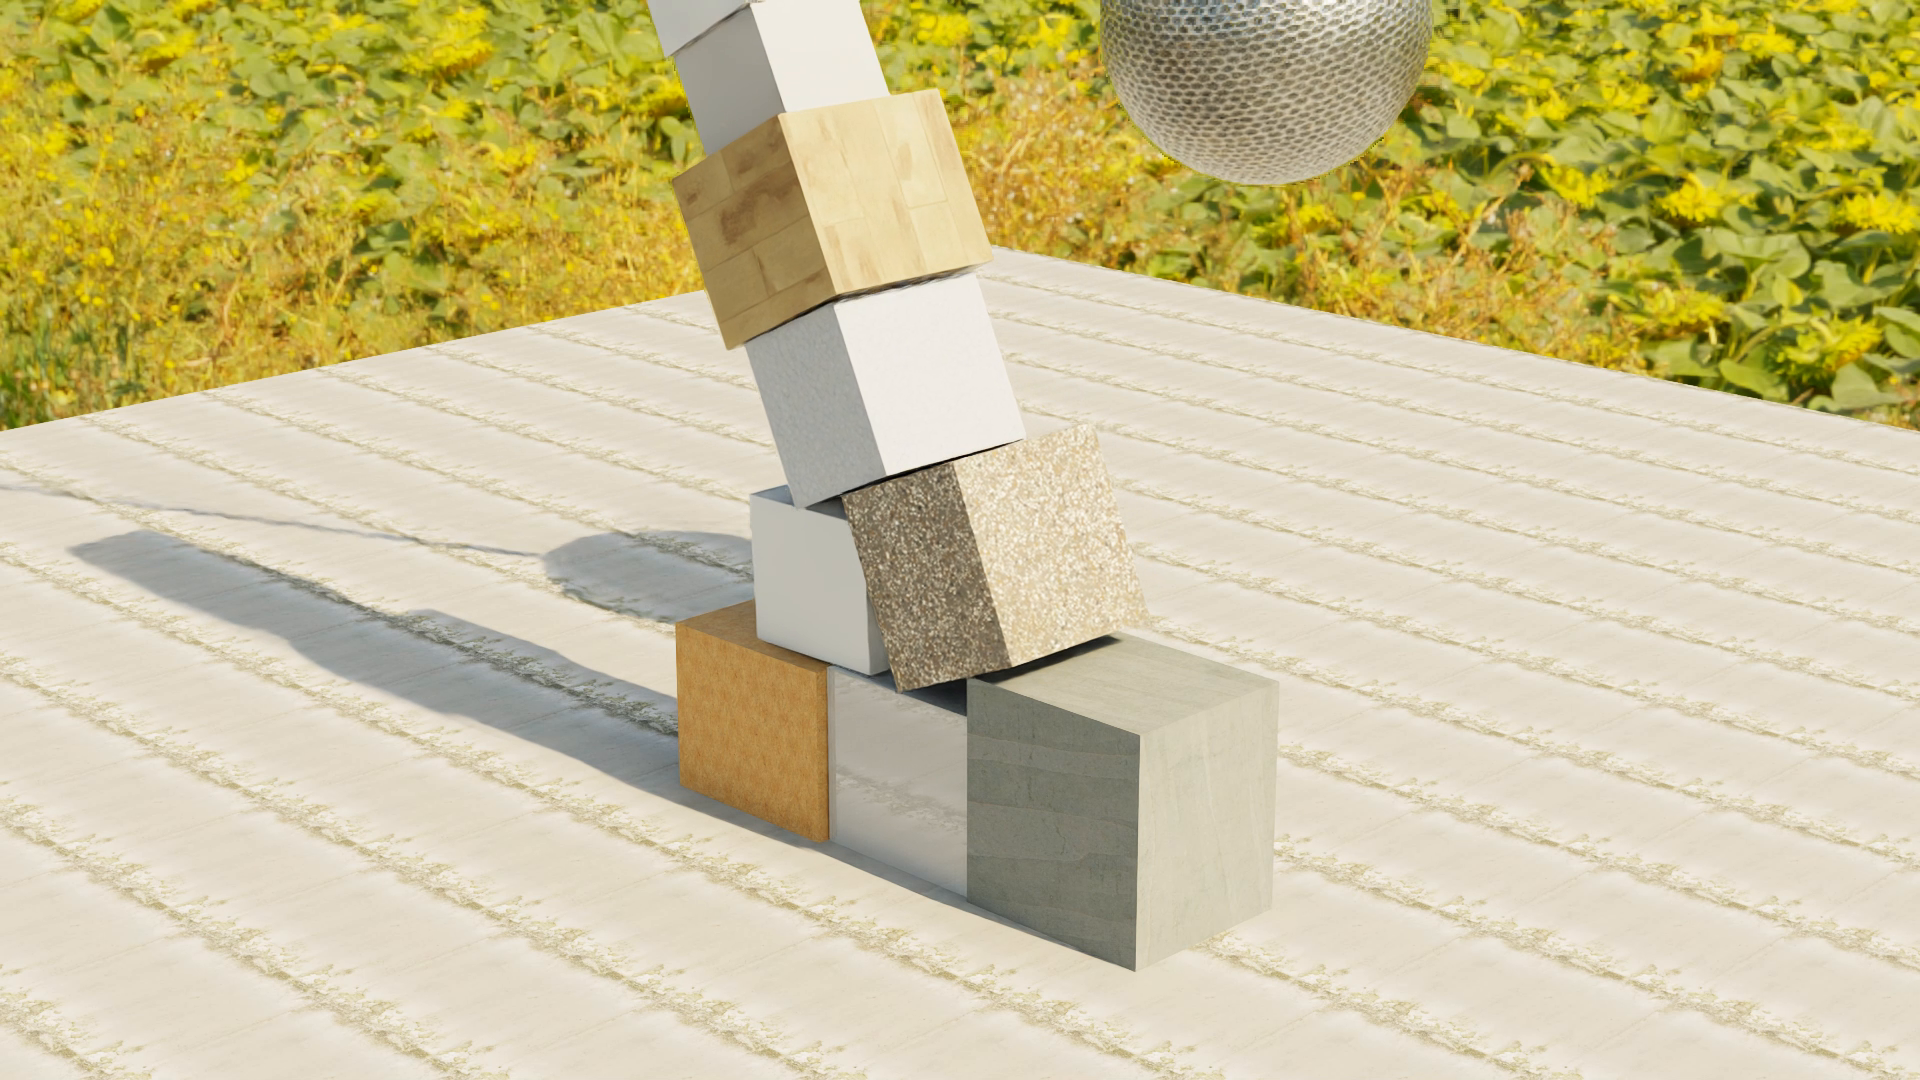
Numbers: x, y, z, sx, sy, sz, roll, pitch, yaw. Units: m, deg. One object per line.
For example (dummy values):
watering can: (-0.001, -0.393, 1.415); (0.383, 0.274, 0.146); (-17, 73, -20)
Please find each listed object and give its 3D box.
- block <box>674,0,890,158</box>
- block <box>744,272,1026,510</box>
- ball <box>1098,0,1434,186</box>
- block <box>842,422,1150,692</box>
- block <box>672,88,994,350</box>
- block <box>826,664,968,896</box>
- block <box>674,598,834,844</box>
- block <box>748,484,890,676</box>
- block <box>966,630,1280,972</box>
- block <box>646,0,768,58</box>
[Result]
block: (-0.823, -2.132, 13.542); (0.609, 0.543, 0.666); (-17, -3, -39)
block: (-0.343, -0.688, 13.506); (0.856, 0.806, 0.713); (-17, -2, -40)
ball: (1.467, -2.508, 14.091); (1.600, 1.600, 1.600); (0, 17, 0)
block: (0.160, 0.077, 13.157); (0.867, 0.920, 0.800); (-17, 1, -41)
block: (-0.591, -1.478, 13.533); (0.945, 0.836, 0.907); (-17, -3, -39)
block: (0.008, 1.016, 13.666); (0.822, 0.867, 0.942); (-17, 24, -42)
block: (-0.691, 0.813, 14.338); (0.942, 0.851, 1.018); (-17, 24, -42)
block: (-0.442, 0.124, 13.847); (0.717, 0.720, 0.808); (-17, 22, -41)
block: (0.712, 1.121, 12.974); (0.913, 1.081, 1.014); (-17, 24, -42)
block: (-1.020, -2.746, 13.569); (0.696, 0.744, 0.700); (-17, -3, -39)
